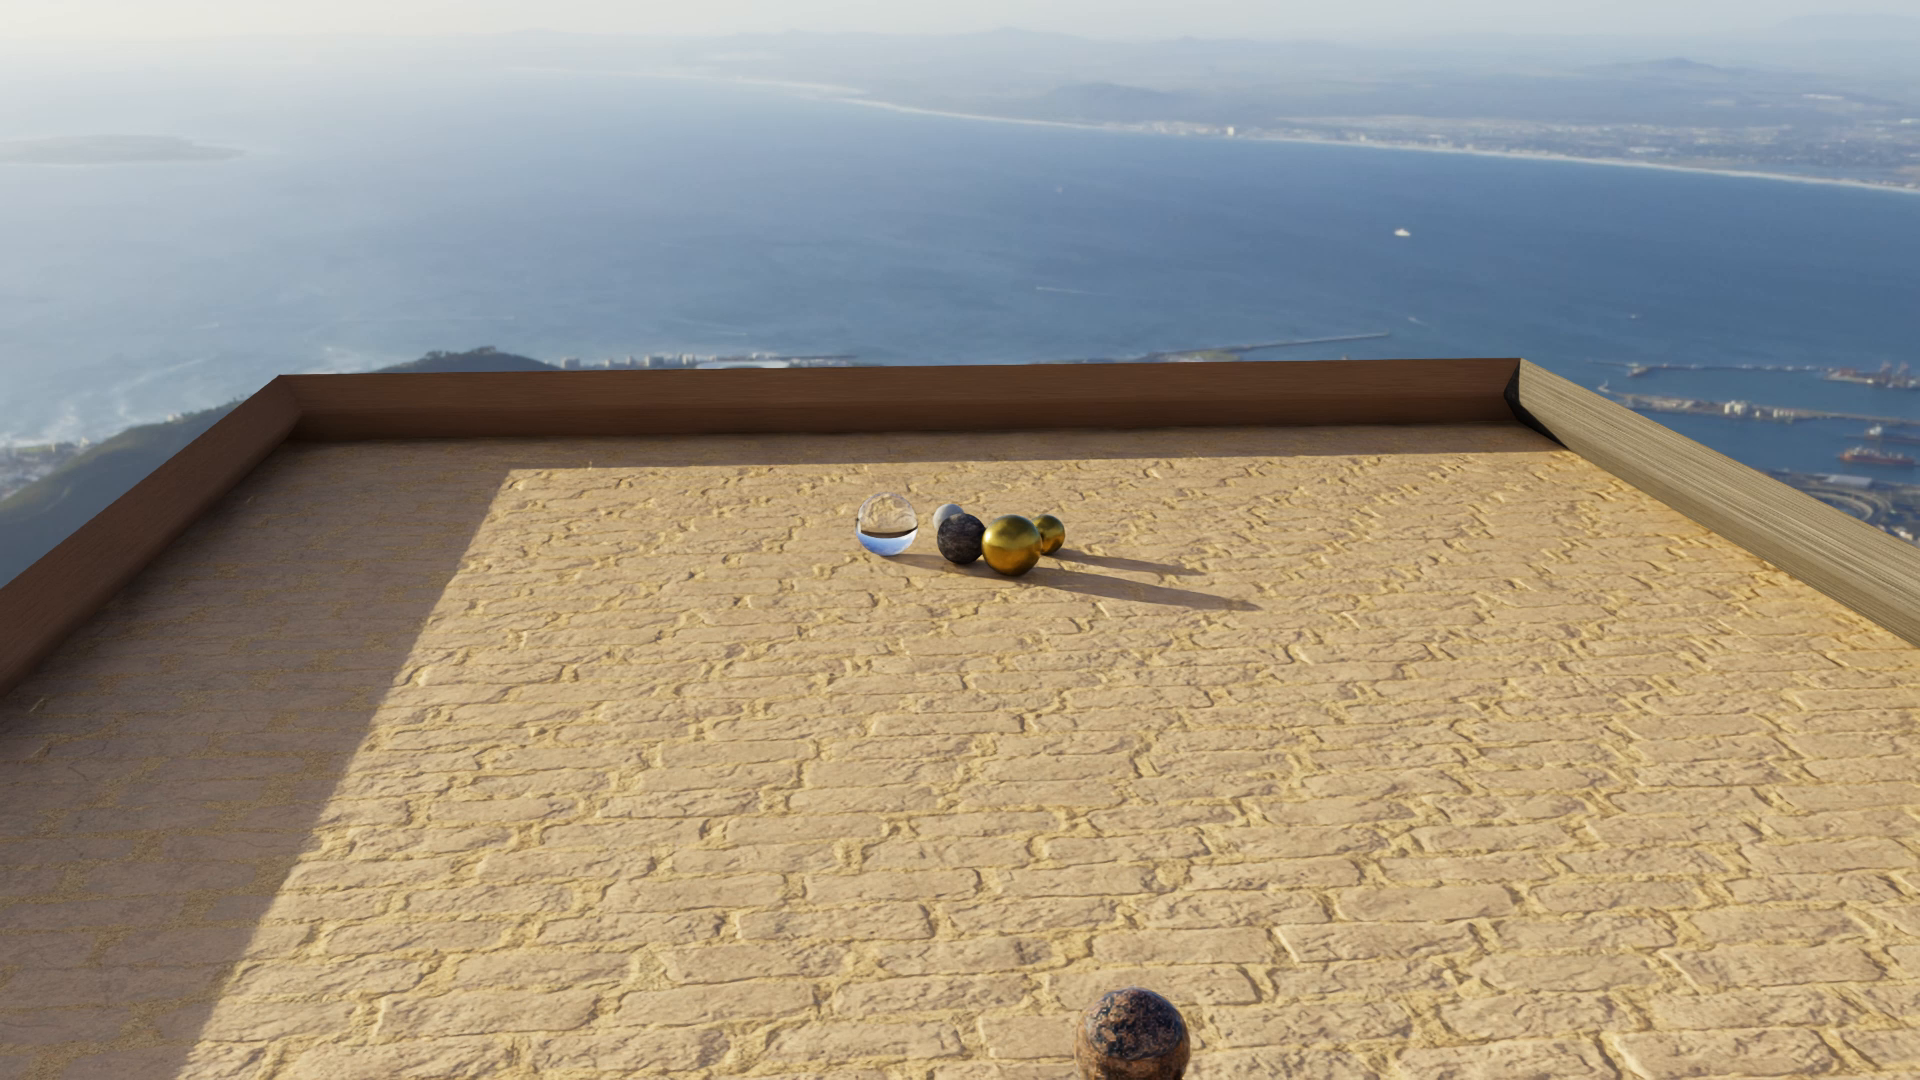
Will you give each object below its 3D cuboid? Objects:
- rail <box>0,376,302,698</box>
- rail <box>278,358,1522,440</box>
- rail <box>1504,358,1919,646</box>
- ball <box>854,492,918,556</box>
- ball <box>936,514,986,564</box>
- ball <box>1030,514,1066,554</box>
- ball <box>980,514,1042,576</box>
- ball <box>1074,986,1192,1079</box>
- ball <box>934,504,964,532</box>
[{"bbox_3d":[-0.981,0.225,1.935,0.045,0.113,3.791,-1,14,-5],"label":"rail"},{"bbox_3d":[-0.077,-0.243,3.832,2.176,0.113,0.045,-1,14,-5],"label":"rail"},{"bbox_3d":[1.140,0.182,2.108,0.045,0.113,3.791,-1,14,-5],"label":"rail"},{"bbox_3d":[-0.100,-0.021,2.989,0.087,0.087,0.087,0,14,0],"label":"ball"},{"bbox_3d":[0.003,-0.002,2.950,0.068,0.068,0.068,0,14,0],"label":"ball"},{"bbox_3d":[0.117,-0.008,3.002,0.054,0.054,0.054,0,14,0],"label":"ball"},{"bbox_3d":[0.068,0.007,2.889,0.081,0.081,0.081,0,14,0],"label":"ball"},{"bbox_3d":[0.118,0.347,1.509,0.080,0.080,0.080,0,14,0],"label":"ball"},{"bbox_3d":[-0.014,-0.028,3.099,0.047,0.047,0.047,0,14,0],"label":"ball"}]
